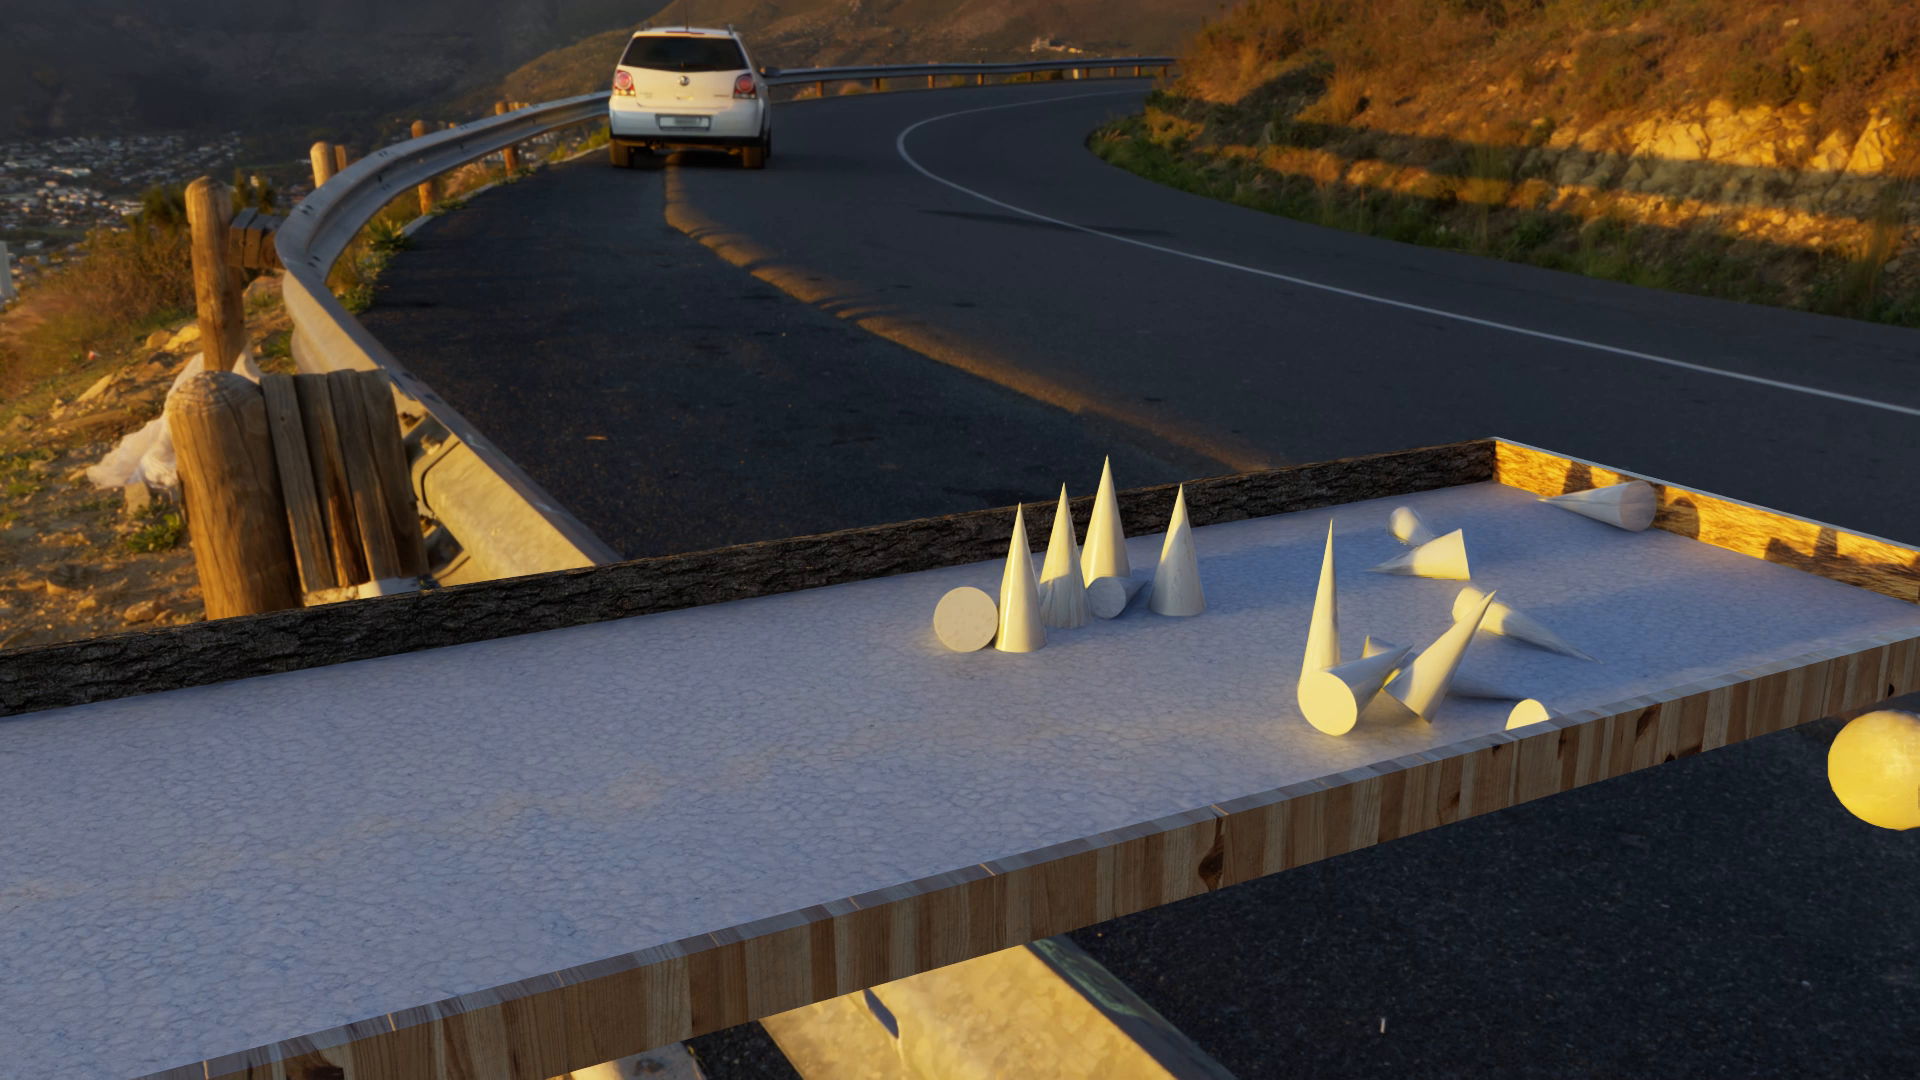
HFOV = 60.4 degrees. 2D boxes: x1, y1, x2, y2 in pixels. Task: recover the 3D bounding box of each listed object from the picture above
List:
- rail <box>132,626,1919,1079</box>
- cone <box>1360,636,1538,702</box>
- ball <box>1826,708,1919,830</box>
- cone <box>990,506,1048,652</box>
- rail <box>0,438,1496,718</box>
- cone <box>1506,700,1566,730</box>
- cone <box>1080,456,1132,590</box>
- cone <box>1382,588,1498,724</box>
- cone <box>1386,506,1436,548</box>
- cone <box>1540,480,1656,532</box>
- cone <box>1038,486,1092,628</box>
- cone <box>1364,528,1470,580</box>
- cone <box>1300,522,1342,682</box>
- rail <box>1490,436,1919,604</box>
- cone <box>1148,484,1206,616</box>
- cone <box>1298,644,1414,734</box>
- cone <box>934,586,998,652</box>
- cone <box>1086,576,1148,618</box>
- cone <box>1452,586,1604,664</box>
[{"bbox_3d":[-2.336,1.006,1.665,12.000,0.150,0.050,-9,18,-27],"label":"rail"},{"bbox_3d":[1.206,0.349,4.045,0.437,0.139,0.139,12,18,9],"label":"cone"},{"bbox_3d":[3.115,0.764,5.496,0.399,0.399,0.399,0,16,0],"label":"ball"},{"bbox_3d":[0.157,0.086,4.369,0.157,0.391,0.157,0,16,0],"label":"cone"},{"bbox_3d":[-3.305,0.497,3.399,12.000,0.150,0.050,-9,18,-27],"label":"rail"},{"bbox_3d":[1.404,0.454,3.673,0.333,0.156,0.156,9,13,-16],"label":"cone"},{"bbox_3d":[0.428,-0.058,4.844,0.176,0.400,0.176,0,16,0],"label":"cone"},{"bbox_3d":[1.152,0.251,3.863,0.138,0.350,0.138,37,3,-2],"label":"cone"},{"bbox_3d":[1.480,0.012,5.214,0.112,0.112,0.335,-4,26,-14],"label":"cone"},{"bbox_3d":[2.140,-0.128,5.641,0.171,0.171,0.449,-8,7,-24],"label":"cone"},{"bbox_3d":[0.284,0.029,4.556,0.169,0.395,0.169,0,16,0],"label":"cone"},{"bbox_3d":[1.373,0.068,4.988,0.303,0.156,0.156,-11,13,17],"label":"cone"},{"bbox_3d":[0.901,0.154,4.059,0.106,0.435,0.106,0,16,0],"label":"cone"},{"bbox_3d":[2.466,-0.048,5.253,0.050,0.150,2.100,-9,18,-27],"label":"rail"},{"bbox_3d":[0.618,0.015,4.658,0.168,0.364,0.168,0,16,0],"label":"cone"},{"bbox_3d":[0.982,0.316,3.927,0.157,0.157,0.395,15,29,42],"label":"cone"},{"bbox_3d":[-0.016,0.205,4.509,0.173,0.173,0.333,-3,2,-11],"label":"cone"},{"bbox_3d":[0.487,0.139,4.779,0.118,0.118,0.388,7,9,24],"label":"cone"},{"bbox_3d":[1.534,0.250,4.407,0.110,0.110,0.438,-13,28,-37],"label":"cone"}]
